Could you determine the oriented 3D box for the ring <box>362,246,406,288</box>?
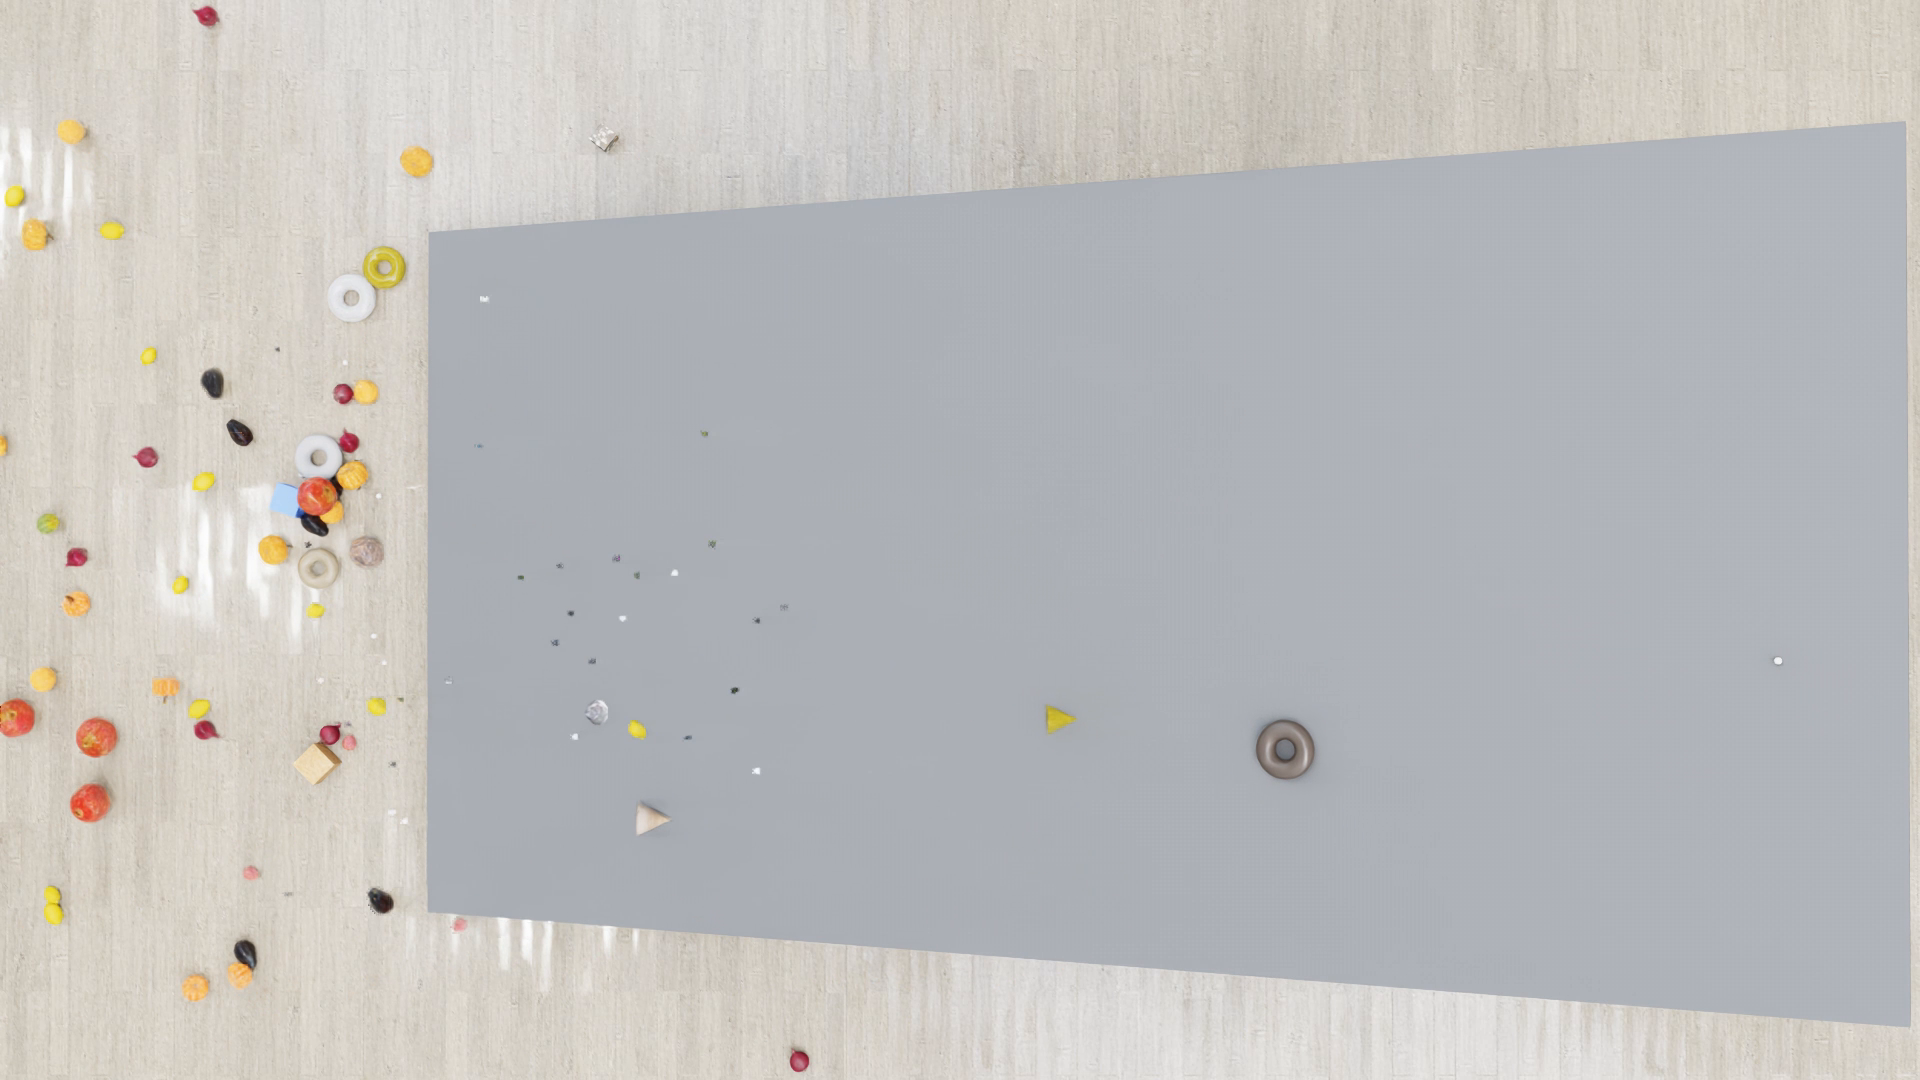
[{"bbox_3d":[-1.715,-0.811,6.551,0.128,0.043,0.128,0,88,-1],"label":"ring"}]

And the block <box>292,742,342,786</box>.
[{"bbox_3d":[-1.902,0.661,6.511,0.087,0.087,0.087,-45,90,0],"label":"block"}]

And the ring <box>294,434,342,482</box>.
[{"bbox_3d":[-1.908,-0.244,6.542,0.144,0.048,0.144,0,88,0],"label":"ring"}]

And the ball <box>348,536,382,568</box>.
[{"bbox_3d":[-1.762,0.036,6.515,0.094,0.094,0.094,0,89,0],"label":"ball"}]

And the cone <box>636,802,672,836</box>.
[{"bbox_3d":[-0.849,0.776,6.121,0.094,0.094,0.094,2,89,-3],"label":"cone"}]

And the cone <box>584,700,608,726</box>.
[{"bbox_3d":[-1.039,0.488,6.193,0.071,0.071,0.071,0,89,24],"label":"cone"}]

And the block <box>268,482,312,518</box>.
[{"bbox_3d":[-1.987,-0.117,6.523,0.082,0.082,0.082,19,89,0],"label":"block"}]

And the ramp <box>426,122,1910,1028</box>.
[{"bbox_3d":[0.283,0.084,5.706,4.000,0.100,2.000,0,89,24],"label":"ramp"}]

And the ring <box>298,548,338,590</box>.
[{"bbox_3d":[-1.908,0.085,6.541,0.123,0.041,0.123,0,89,1],"label":"ring"}]

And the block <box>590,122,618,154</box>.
[{"bbox_3d":[-1.060,-1.196,6.547,0.058,0.058,0.058,38,89,0],"label":"block"}]

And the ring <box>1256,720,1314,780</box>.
[{"bbox_3d":[0.797,0.514,5.392,0.148,0.049,0.148,-1,88,25],"label":"ring"}]

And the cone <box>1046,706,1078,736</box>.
[{"bbox_3d":[0.263,0.461,5.636,0.080,0.080,0.080,-2,89,-3],"label":"cone"}]

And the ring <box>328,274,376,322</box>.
[{"bbox_3d":[-1.812,-0.721,6.547,0.145,0.048,0.145,0,90,-1],"label":"ring"}]
